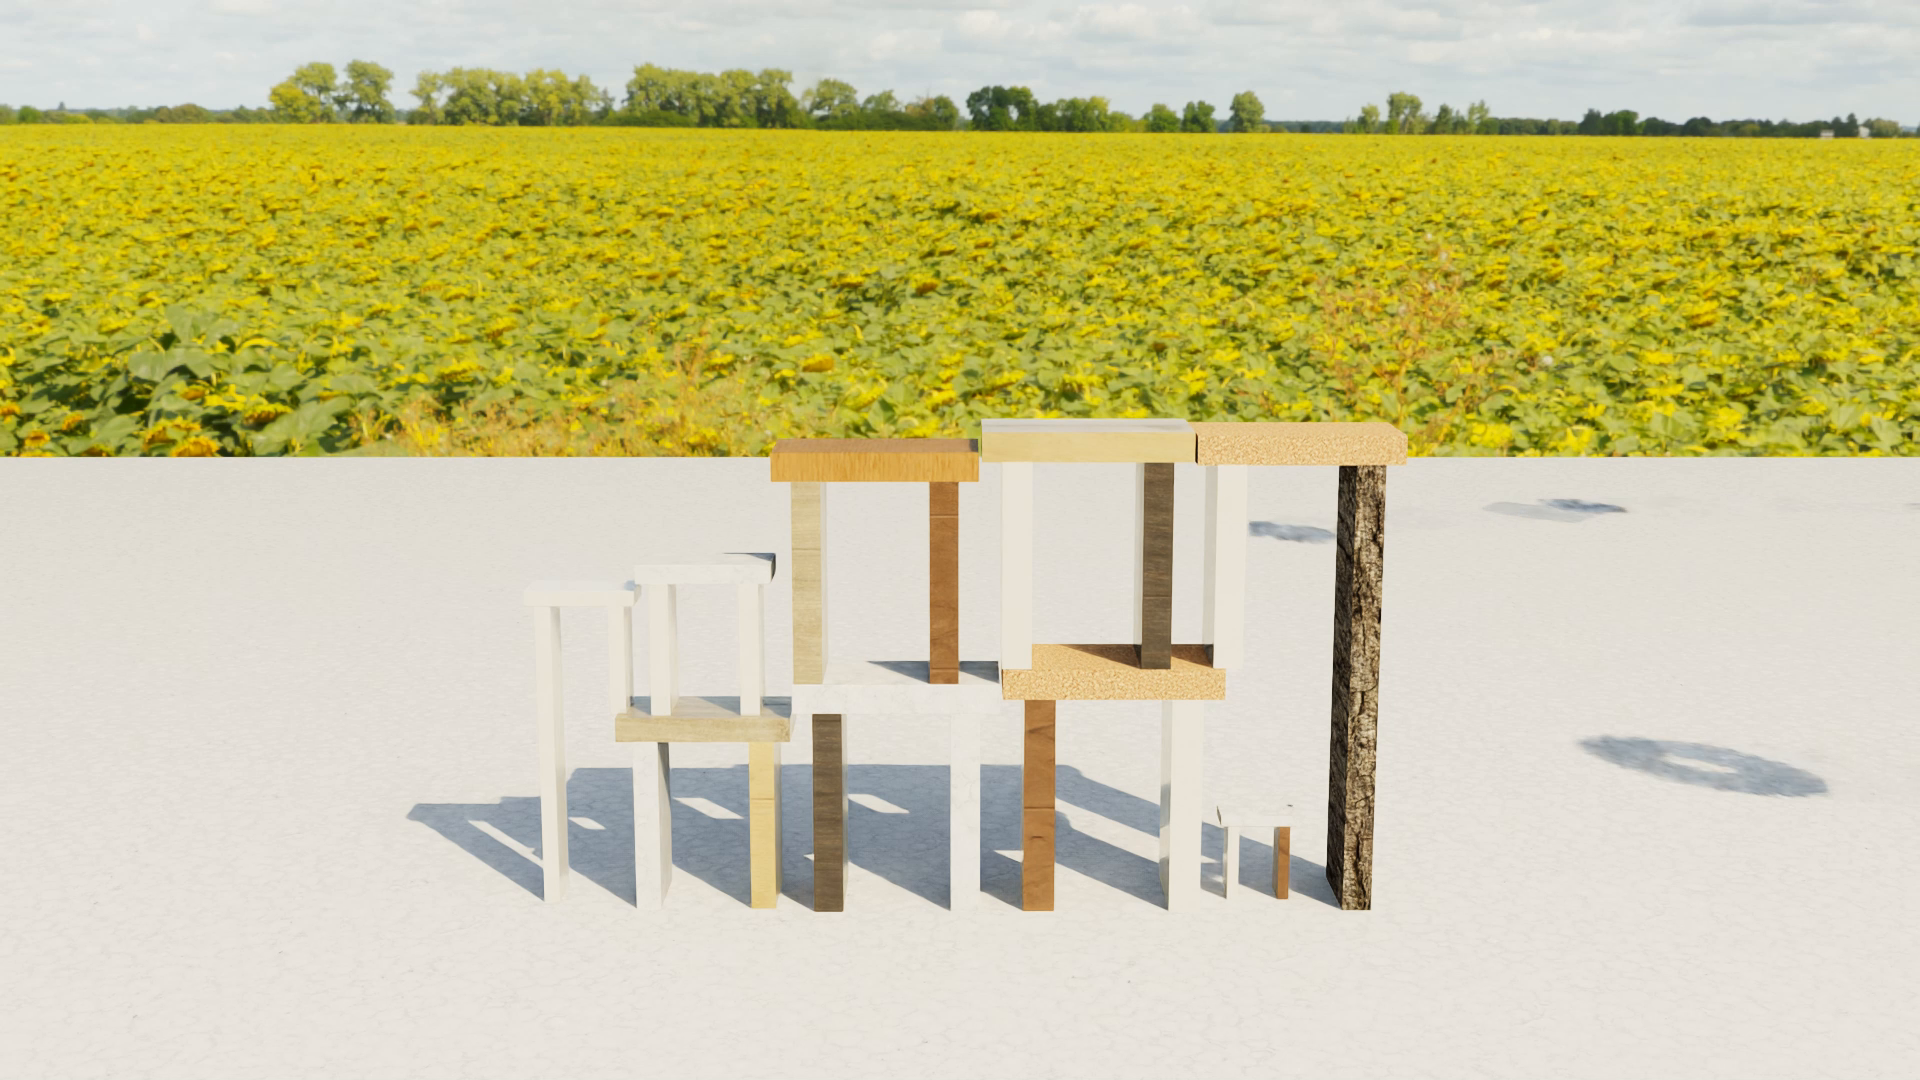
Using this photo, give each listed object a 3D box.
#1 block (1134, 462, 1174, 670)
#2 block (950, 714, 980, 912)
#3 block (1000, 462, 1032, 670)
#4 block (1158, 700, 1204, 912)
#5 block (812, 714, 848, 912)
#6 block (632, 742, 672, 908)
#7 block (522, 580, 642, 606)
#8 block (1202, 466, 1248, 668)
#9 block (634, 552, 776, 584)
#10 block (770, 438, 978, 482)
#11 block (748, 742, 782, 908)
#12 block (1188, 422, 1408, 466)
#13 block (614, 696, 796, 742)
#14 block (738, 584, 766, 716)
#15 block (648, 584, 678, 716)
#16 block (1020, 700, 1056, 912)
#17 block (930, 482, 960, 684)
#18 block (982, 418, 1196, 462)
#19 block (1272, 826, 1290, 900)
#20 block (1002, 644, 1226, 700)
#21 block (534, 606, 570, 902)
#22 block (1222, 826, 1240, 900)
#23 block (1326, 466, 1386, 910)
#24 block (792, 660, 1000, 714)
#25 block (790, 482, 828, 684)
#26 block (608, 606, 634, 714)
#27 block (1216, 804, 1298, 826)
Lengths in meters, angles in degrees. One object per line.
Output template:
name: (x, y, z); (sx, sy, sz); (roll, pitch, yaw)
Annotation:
block: (0.313, 0.027, 3.562); (0.047, 0.334, 0.167); (0, 11, 0)
block: (0.009, 0.427, 3.635); (0.047, 0.333, 0.167); (0, 11, 0)
block: (0.090, 0.027, 3.562); (0.047, 0.334, 0.167); (0, 11, 0)
block: (0.365, 0.415, 3.640); (0.050, 0.356, 0.178); (0, 11, 0)
block: (-0.213, 0.427, 3.635); (0.047, 0.333, 0.167); (0, 11, 0)
block: (-0.509, 0.452, 3.642); (0.040, 0.282, 0.141); (0, 11, 0)
block: (-0.613, 0.087, 3.578); (0.177, 0.025, 0.089); (0, 11, 0)
block: (0.428, 0.029, 3.566); (0.047, 0.328, 0.164); (0, 11, 0)
block: (-0.411, 0.046, 3.567); (0.217, 0.031, 0.108); (0, 11, 0)
block: (-0.134, -0.129, 3.538); (0.328, 0.046, 0.164); (0, 11, 0)
block: (-0.321, 0.452, 3.642); (0.040, 0.282, 0.141); (0, 11, 0)
block: (0.538, -0.155, 3.532); (0.329, 0.047, 0.164); (0, 11, 0)
block: (-0.415, 0.294, 3.612); (0.282, 0.040, 0.141); (0, 11, 0)
block: (-0.339, 0.167, 3.589); (0.031, 0.217, 0.108); (0, 11, 0)
block: (-0.484, 0.167, 3.589); (0.031, 0.217, 0.108); (0, 11, 0)
block: (0.128, 0.415, 3.640); (0.050, 0.356, 0.178); (0, 11, 0)
block: (-0.025, 0.055, 3.571); (0.046, 0.328, 0.164); (0, 11, 0)
block: (0.202, -0.160, 3.528); (0.334, 0.047, 0.167); (0, 11, 0)
block: (0.535, 0.528, 3.660); (0.018, 0.126, 0.063); (0, 11, 0)
block: (0.247, 0.215, 3.603); (0.355, 0.050, 0.178); (0, 11, 0)
block: (-0.673, 0.344, 3.626); (0.025, 0.499, 0.089); (0, 11, 0)
block: (0.451, 0.528, 3.660); (0.018, 0.126, 0.063); (0, 11, 0)
block: (0.647, 0.229, 3.603); (0.047, 0.734, 0.164); (0, 11, 0)
block: (-0.103, 0.240, 3.600); (0.333, 0.047, 0.166); (0, 11, 0)
block: (-0.243, 0.055, 3.572); (0.046, 0.328, 0.164); (0, 11, 0)
block: (-0.554, 0.186, 3.597); (0.025, 0.177, 0.089); (0, 11, 0)
block: (0.493, 0.457, 3.647); (0.126, 0.018, 0.063); (0, 11, 0)
